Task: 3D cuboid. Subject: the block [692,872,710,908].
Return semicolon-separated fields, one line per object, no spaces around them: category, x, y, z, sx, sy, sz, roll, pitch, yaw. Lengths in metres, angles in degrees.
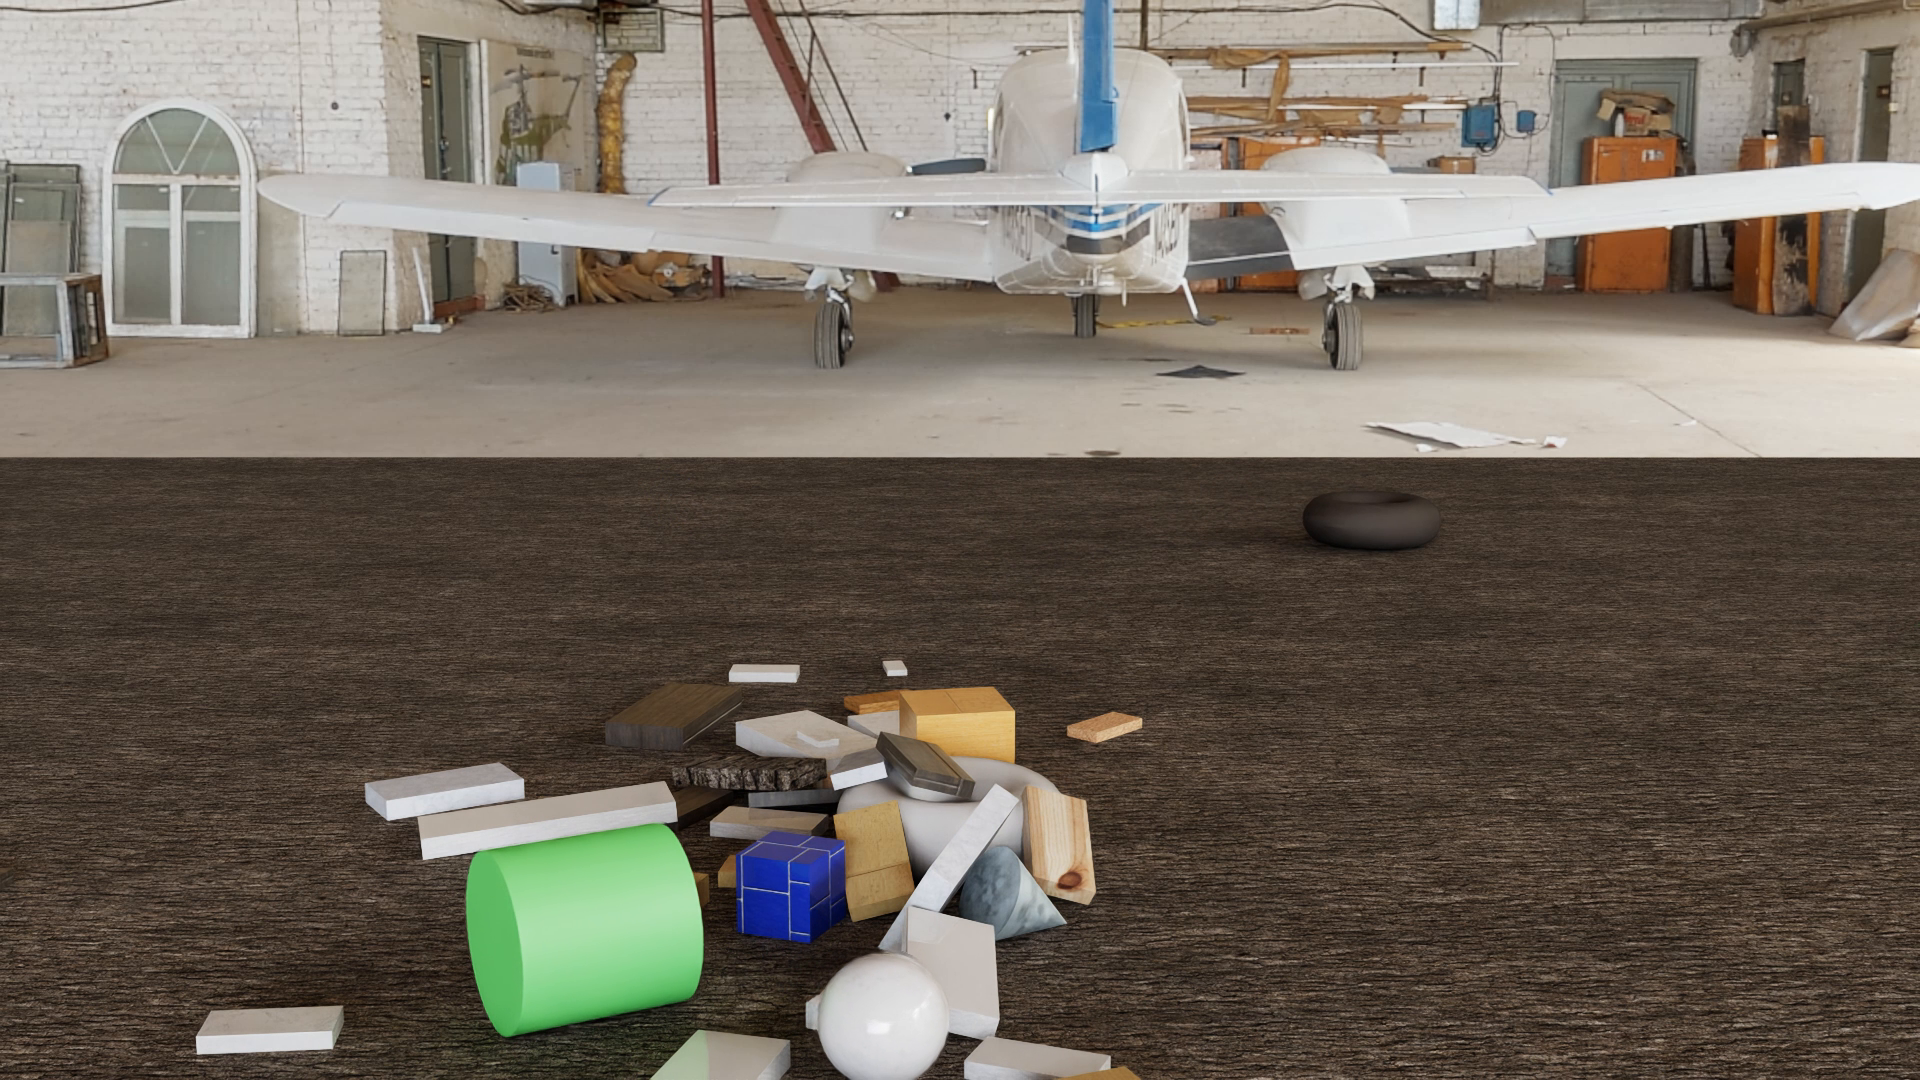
block;-0.546;0.598;3.496;0.167;0.047;0.335;3;11;18

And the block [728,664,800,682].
block;-0.455;0.310;5.116;0.156;0.022;0.078;0;11;2

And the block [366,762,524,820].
block;-0.979;0.476;4.179;0.266;0.038;0.133;-6;12;-31

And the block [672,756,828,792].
block;-0.405;0.448;4.232;0.266;0.038;0.133;-1;5;28

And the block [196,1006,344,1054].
block;-0.965;0.686;3.081;0.183;0.026;0.091;-1;11;-6

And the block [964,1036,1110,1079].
block;0.104;0.709;2.959;0.177;0.025;0.089;4;11;21

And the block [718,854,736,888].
block;-0.311;0.565;3.733;0.183;0.026;0.091;1;11;7

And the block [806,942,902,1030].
block;-0.098;0.657;3.203;0.134;0.038;0.267;5;12;26

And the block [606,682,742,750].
block;-0.607;0.375;4.696;0.172;0.049;0.344;3;11;15

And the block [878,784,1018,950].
block;-0.014;0.523;3.475;0.047;0.167;0.335;34;24;6

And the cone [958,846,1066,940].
cone;0.109;0.587;3.491;0.159;0.159;0.159;25;-2;-29

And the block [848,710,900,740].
block;-0.085;0.414;4.483;0.172;0.049;0.344;-5;12;-24

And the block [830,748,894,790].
block;-0.168;0.402;3.921;0.096;0.027;0.193;-15;4;6

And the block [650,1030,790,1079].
block;-0.330;0.718;2.878;0.134;0.038;0.267;3;11;15

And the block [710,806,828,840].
block;-0.345;0.517;3.987;0.193;0.027;0.096;3;11;15

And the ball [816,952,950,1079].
ball;-0.102;0.638;2.927;0.176;0.176;0.176;0;11;0

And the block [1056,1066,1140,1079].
block;0.207;0.744;2.716;0.158;0.045;0.315;-5;11;-23

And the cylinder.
cylinder;-0.539;0.554;3.146;0.262;0.262;0.262;-6;12;-29

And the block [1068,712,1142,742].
block;0.307;0.396;4.654;0.078;0.022;0.156;9;14;41

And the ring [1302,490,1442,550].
ring;1.274;-0.063;6.805;0.423;0.141;0.423;0;9;0

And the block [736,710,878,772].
block;-0.297;0.418;4.463;0.172;0.049;0.344;-7;13;-33

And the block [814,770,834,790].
block;-0.190;0.475;4.218;0.092;0.026;0.184;-9;14;-39

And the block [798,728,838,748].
block;-0.285;0.397;4.407;0.046;0.013;0.092;-6;12;-31

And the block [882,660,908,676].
block;-0.154;0.302;5.184;0.046;0.013;0.092;-2;11;-9

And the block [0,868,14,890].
block;-1.700;0.572;3.693;0.183;0.026;0.091;2;11;12

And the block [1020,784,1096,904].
block;0.162;0.509;3.682;0.110;0.031;0.220;16;34;-13

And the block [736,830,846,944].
block;-0.270;0.553;3.515;0.129;0.129;0.129;4;11;22

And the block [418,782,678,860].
block;-0.742;0.502;3.955;0.447;0.038;0.133;-7;12;-15

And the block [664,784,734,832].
block;-0.511;0.498;4.094;0.092;0.026;0.184;5;12;27

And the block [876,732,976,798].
block;-0.062;0.391;3.829;0.110;0.031;0.220;15;7;-21

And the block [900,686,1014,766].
block;-0.007;0.397;4.196;0.186;0.186;0.186;-2;11;-11

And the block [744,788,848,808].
block;-0.307;0.482;4.107;0.184;0.026;0.092;-2;-7;-11

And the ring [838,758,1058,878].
ring;-0.013;0.487;3.860;0.409;0.136;0.409;1;11;0

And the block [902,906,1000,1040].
block;-0.016;0.625;3.185;0.134;0.038;0.267;14;18;-6

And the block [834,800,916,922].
block;-0.139;0.525;3.615;0.110;0.031;0.220;-14;37;-1

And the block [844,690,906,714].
block;-0.168;0.358;4.860;0.156;0.022;0.078;-6;12;-28
